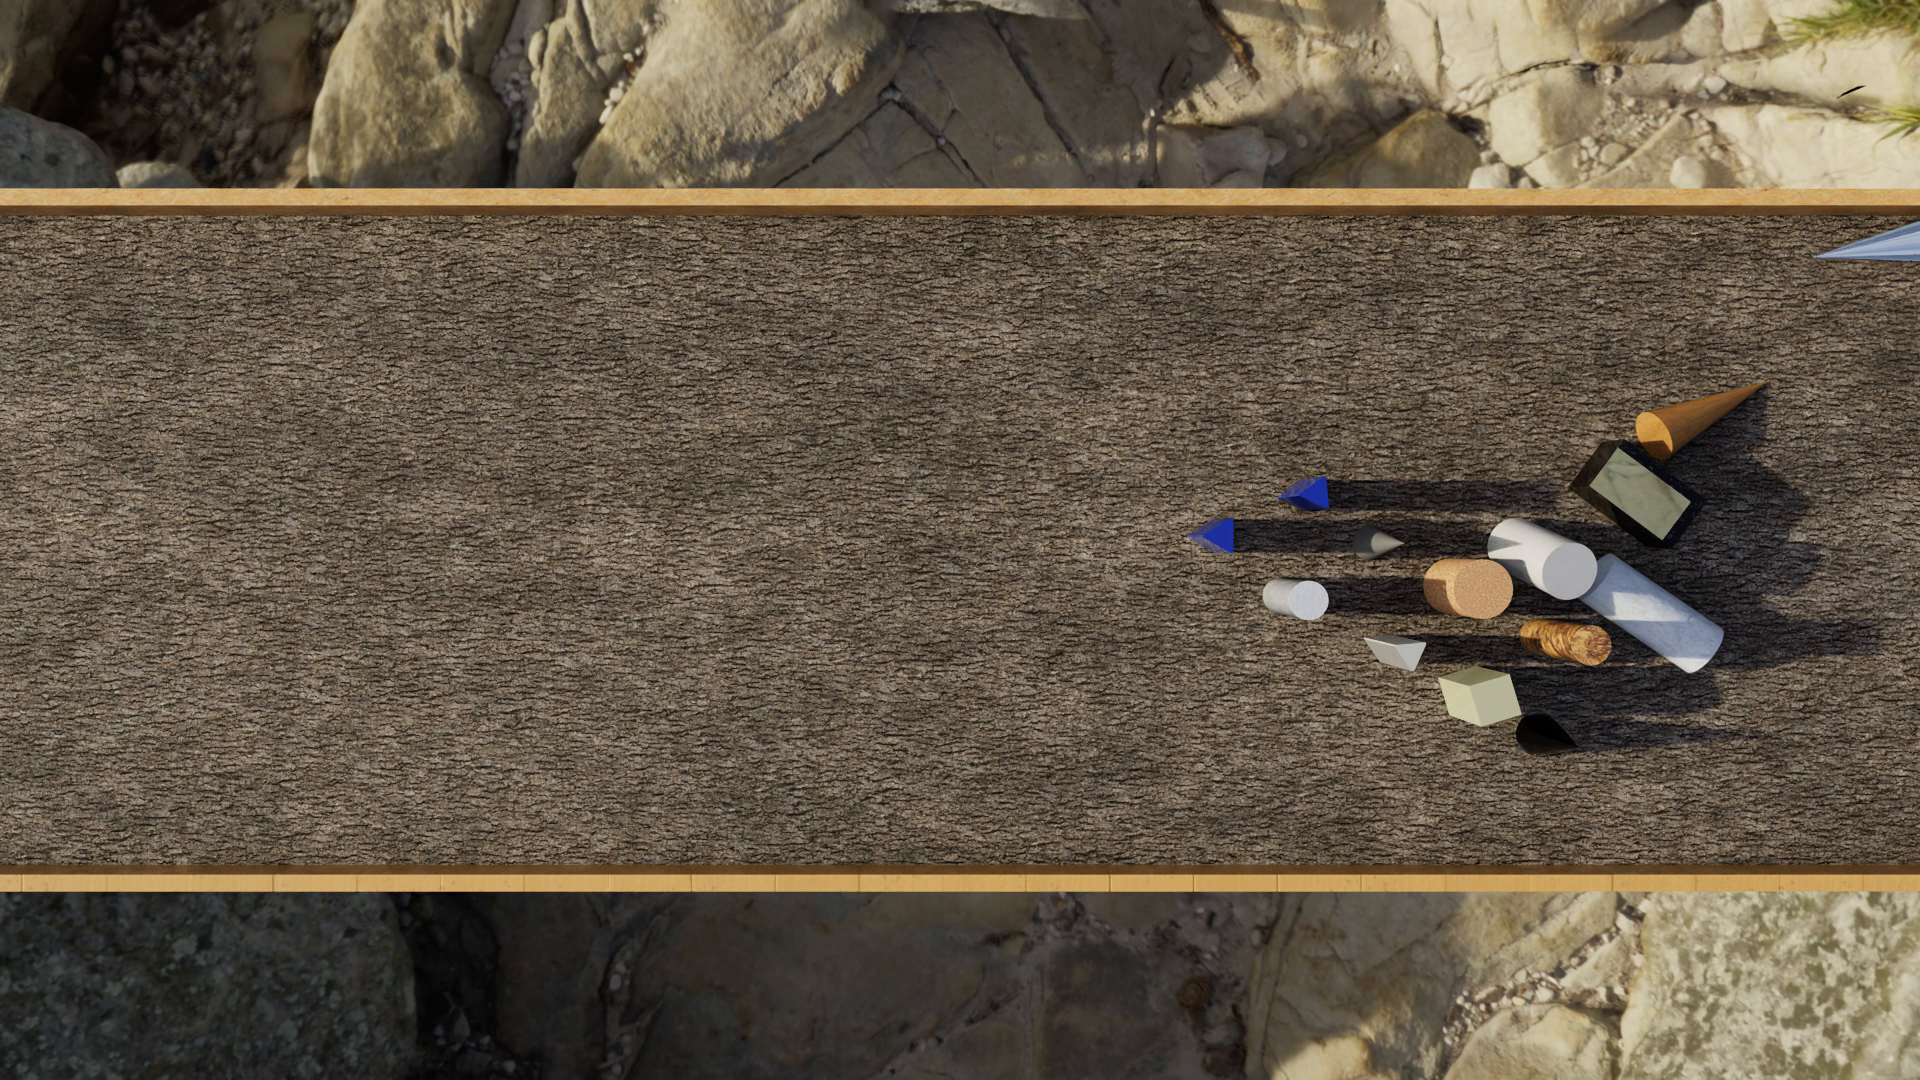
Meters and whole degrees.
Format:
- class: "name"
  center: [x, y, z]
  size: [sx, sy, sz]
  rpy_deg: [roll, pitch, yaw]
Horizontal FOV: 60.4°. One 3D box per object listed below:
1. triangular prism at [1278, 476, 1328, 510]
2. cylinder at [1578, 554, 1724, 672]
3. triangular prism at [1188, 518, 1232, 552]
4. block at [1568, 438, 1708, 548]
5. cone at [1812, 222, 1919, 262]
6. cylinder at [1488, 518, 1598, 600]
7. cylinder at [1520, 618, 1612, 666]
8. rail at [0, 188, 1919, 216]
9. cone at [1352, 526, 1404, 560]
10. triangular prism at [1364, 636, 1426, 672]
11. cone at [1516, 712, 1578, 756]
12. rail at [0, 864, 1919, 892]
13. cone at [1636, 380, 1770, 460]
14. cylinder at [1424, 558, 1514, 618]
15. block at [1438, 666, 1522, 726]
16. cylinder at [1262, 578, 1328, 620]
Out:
- class: "triangular prism"
  center: [1.034, -0.147, 4.910]
  size: [0.092, 0.333, 0.080]
  rpy_deg: [25, 90, 0]
- class: "cylinder"
  center: [2.087, 0.221, 4.993]
  size: [0.397, 0.168, 0.168]
  rpy_deg: [34, 90, 0]
- class: "triangular prism"
  center: [0.761, -0.024, 4.905]
  size: [0.099, 0.343, 0.086]
  rpy_deg: [29, 90, 0]
- class: "block"
  center: [2.046, -0.139, 4.989]
  size: [0.309, 0.175, 0.175]
  rpy_deg: [37, 90, 0]
- class: "cone"
  center: [2.817, -0.895, 5.037]
  size: [0.405, 0.159, 0.159]
  rpy_deg: [-7, 90, 11]
- class: "cylinder"
  center: [1.720, 0.052, 4.886]
  size: [0.168, 0.350, 0.168]
  rpy_deg: [-2, 103, -8]
- class: "cylinder"
  center: [1.778, 0.297, 4.861]
  size: [0.113, 0.431, 0.113]
  rpy_deg: [0, 90, 0]
- class: "rail"
  center: [-2.247, -1.025, 5.002]
  size: [12.000, 0.150, 0.050]
  rpy_deg: [0, 90, 0]
- class: "cone"
  center: [1.260, 0.009, 4.873]
  size: [0.105, 0.406, 0.105]
  rpy_deg: [0, 90, 0]
- class: "triangular prism"
  center: [1.301, 0.317, 4.896]
  size: [0.077, 0.360, 0.089]
  rpy_deg: [-35, 90, 0]
- class: "cone"
  center: [1.781, 0.597, 4.909]
  size: [0.140, 0.334, 0.140]
  rpy_deg: [0, 90, 0]
- class: "rail"
  center: [-2.247, 1.025, 5.001]
  size: [12.000, 0.150, 0.050]
  rpy_deg: [0, 90, 0]
- class: "cone"
  center: [2.297, -0.403, 5.037]
  size: [0.434, 0.157, 0.157]
  rpy_deg: [-24, 90, -10]
- class: "cylinder"
  center: [1.512, 0.142, 4.920]
  size: [0.172, 0.313, 0.172]
  rpy_deg: [0, 90, 0]
- class: "block"
  center: [1.547, 0.463, 4.921]
  size: [0.122, 0.311, 0.122]
  rpy_deg: [-17, 90, 0]
- class: "cylinder"
  center: [0.988, 0.171, 4.873]
  size: [0.112, 0.407, 0.112]
  rpy_deg: [0, 90, 0]
